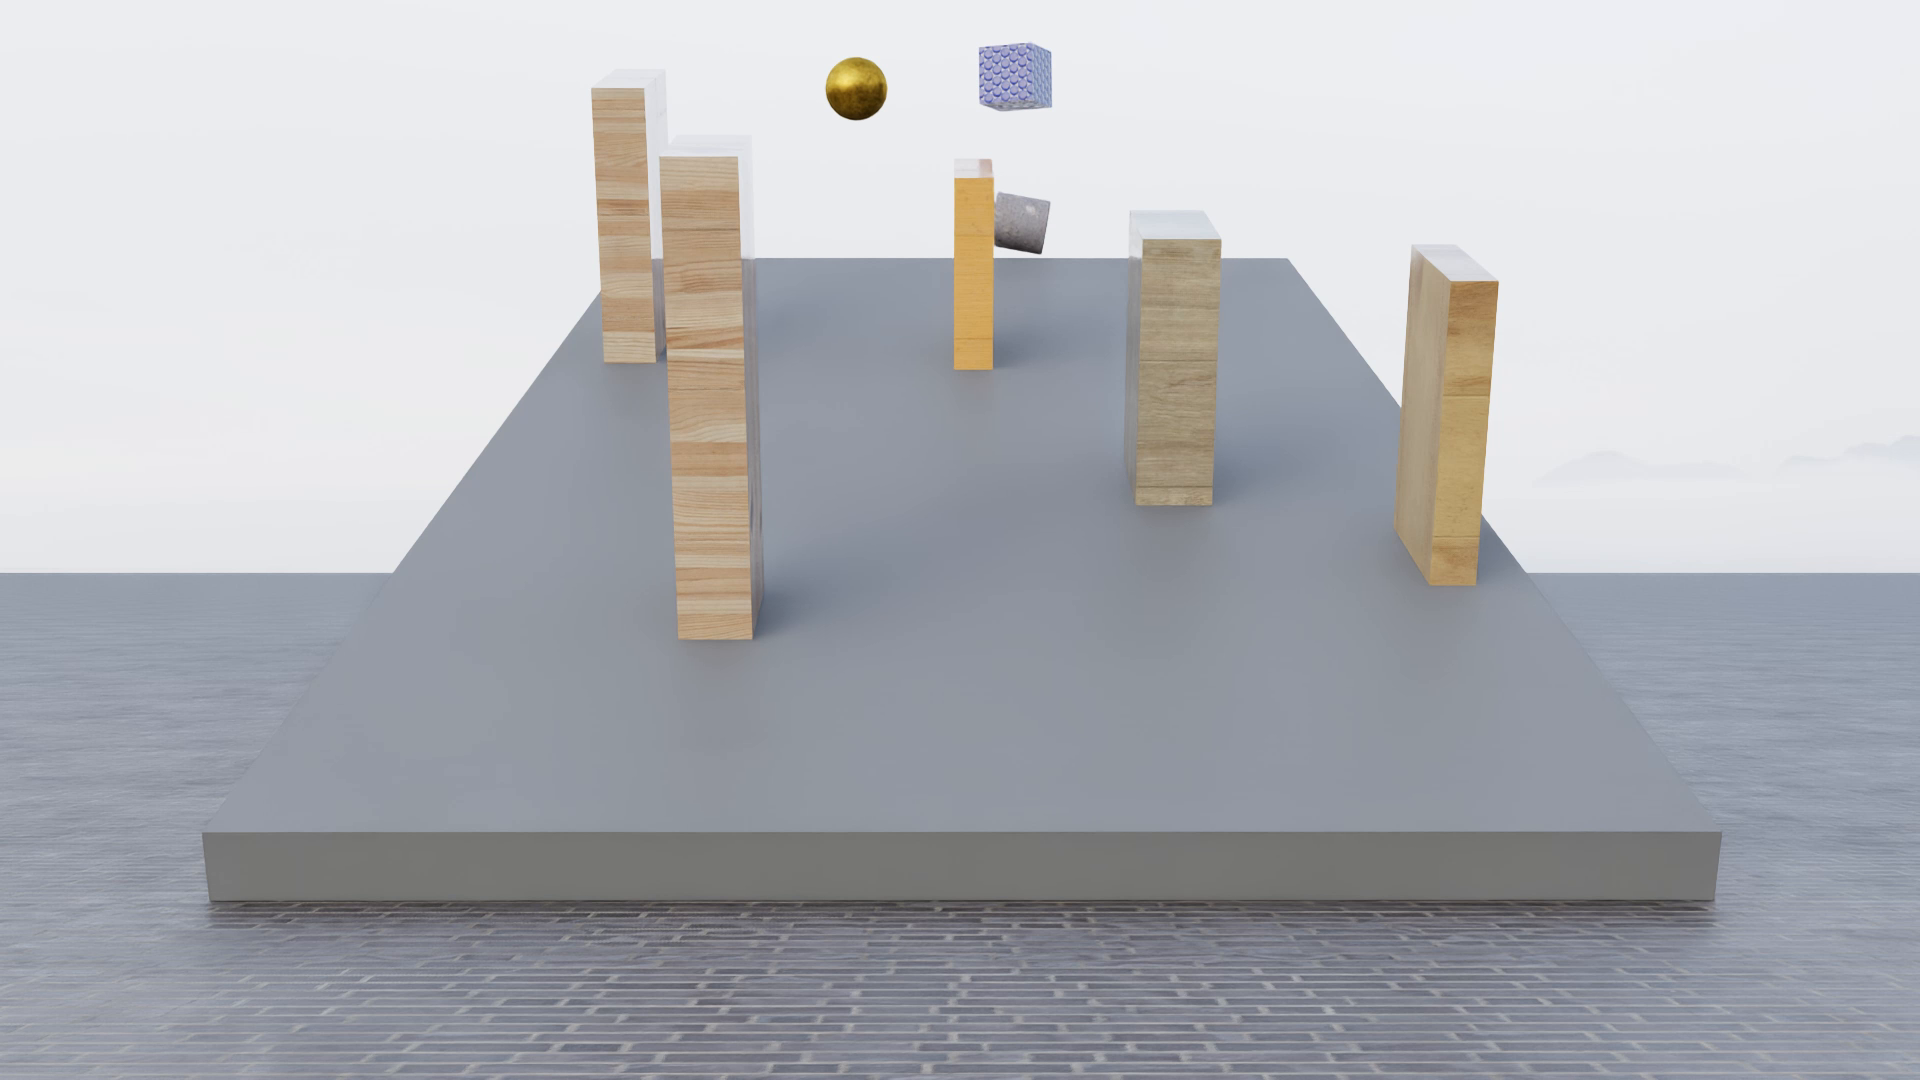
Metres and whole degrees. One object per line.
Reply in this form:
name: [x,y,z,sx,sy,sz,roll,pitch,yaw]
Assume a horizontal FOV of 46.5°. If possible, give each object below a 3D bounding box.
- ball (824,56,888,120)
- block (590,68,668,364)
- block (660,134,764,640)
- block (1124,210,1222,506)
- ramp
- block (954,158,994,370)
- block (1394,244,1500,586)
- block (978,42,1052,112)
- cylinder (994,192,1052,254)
ball: [-0.298,-1.296,6.427,0.180,0.180,0.180,0,-1,0]
block: [-0.804,-0.809,5.540,0.125,0.662,0.407,0,18,0]
block: [-0.397,-0.247,3.620,0.120,0.780,0.240,0,18,0]
block: [0.414,-0.364,4.404,0.148,0.520,0.321,0,18,0]
ramp: [-0.003,-0.186,4.859,2.000,0.100,4.000,0,18,0]
block: [0.032,-0.678,5.466,0.094,0.461,0.313,0,18,0]
block: [0.855,-0.227,3.961,0.080,0.536,0.335,0,18,0]
block: [0.161,-1.336,6.460,0.162,0.162,0.162,0,2,23]
cylinder: [0.180,-0.955,6.741,0.163,0.163,0.163,11,0,2]
